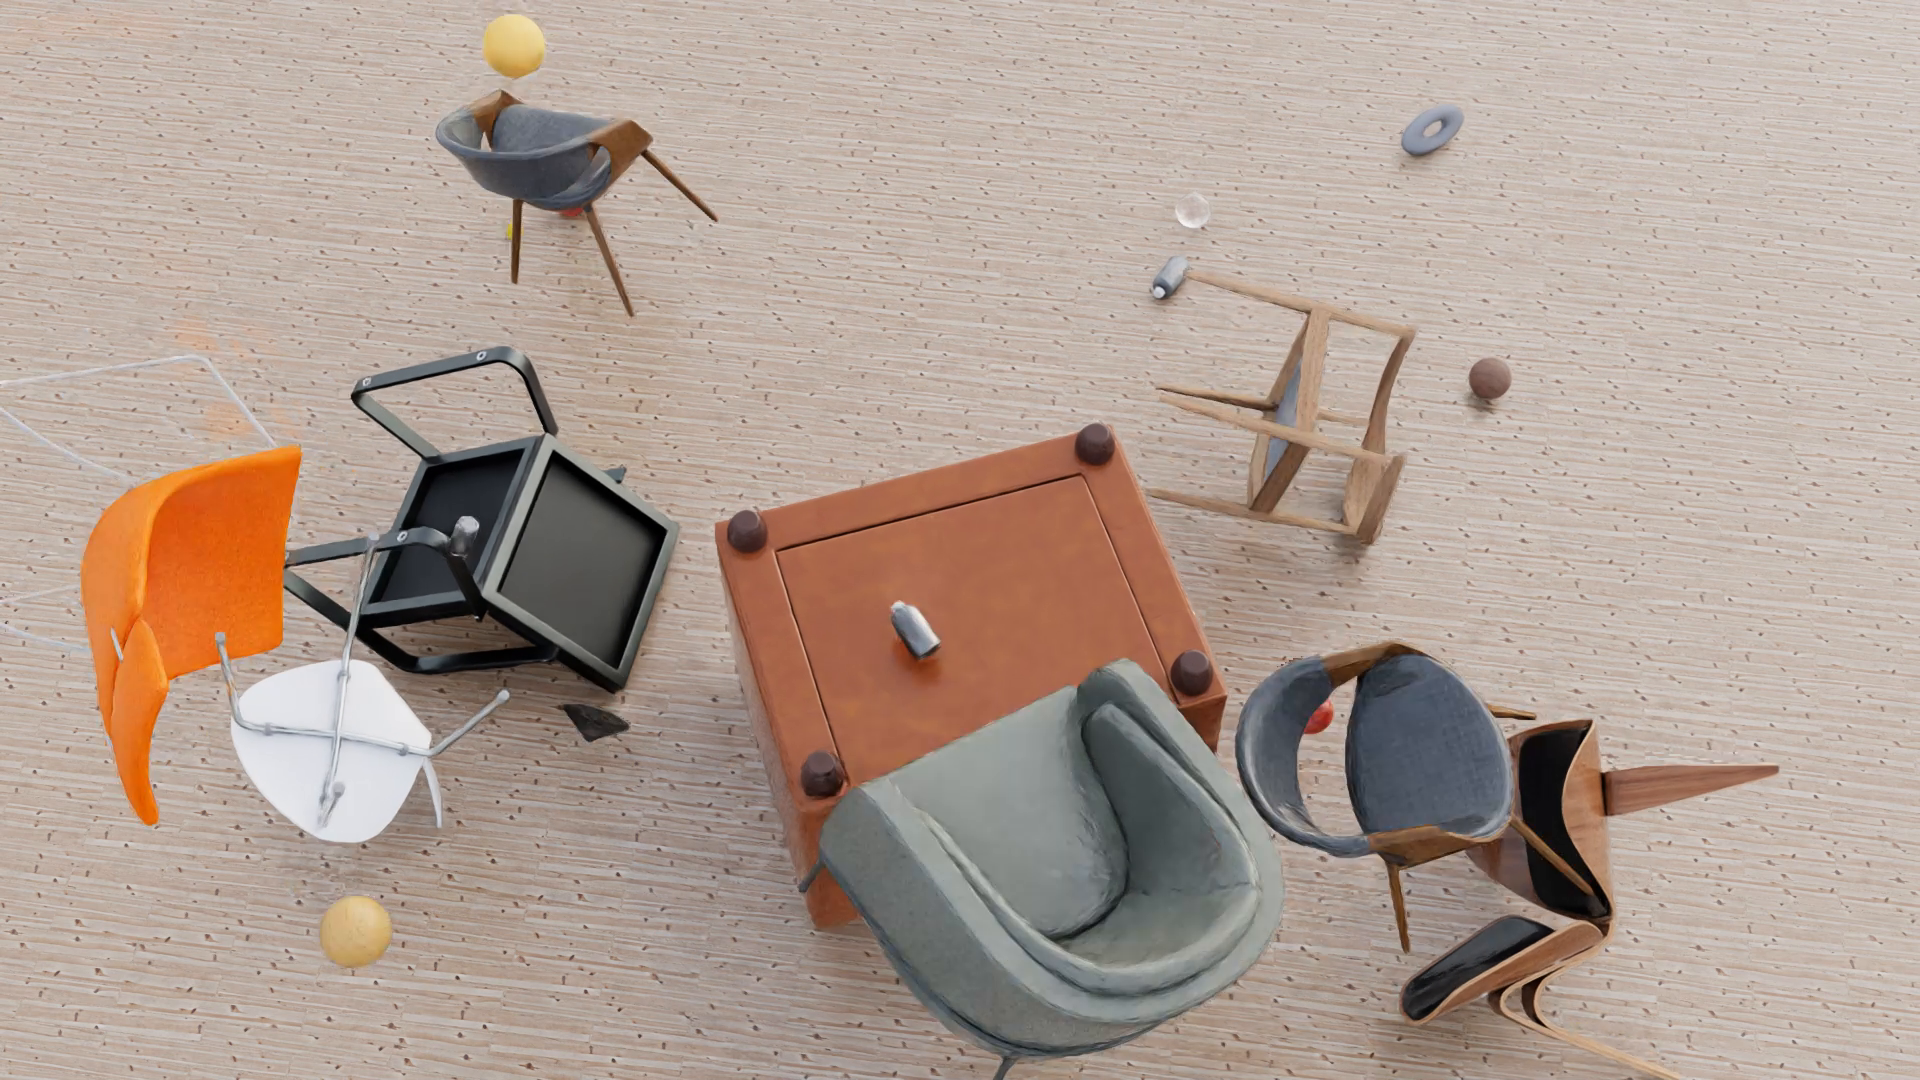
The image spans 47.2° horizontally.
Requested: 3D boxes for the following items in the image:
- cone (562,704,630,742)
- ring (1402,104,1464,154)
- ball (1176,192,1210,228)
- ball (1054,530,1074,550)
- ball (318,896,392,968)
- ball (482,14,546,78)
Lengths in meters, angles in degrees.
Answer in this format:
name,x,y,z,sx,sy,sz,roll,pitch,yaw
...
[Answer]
name,x,y,z,sx,sy,sz,roll,pitch,yaw
cone,-1.016,0.524,6.069,0.190,0.194,0.074,18,97,-13
ring,1.597,-1.386,7.429,0.259,0.142,0.048,-30,31,-14
ball,0.767,-1.085,7.233,0.115,0.115,0.115,0,56,0
ball,0.311,0.001,6.537,0.060,0.060,0.060,0,56,0
ball,-1.471,0.952,5.350,0.172,0.172,0.172,0,56,0
ball,-1.415,-1.568,6.978,0.197,0.197,0.197,0,56,0
